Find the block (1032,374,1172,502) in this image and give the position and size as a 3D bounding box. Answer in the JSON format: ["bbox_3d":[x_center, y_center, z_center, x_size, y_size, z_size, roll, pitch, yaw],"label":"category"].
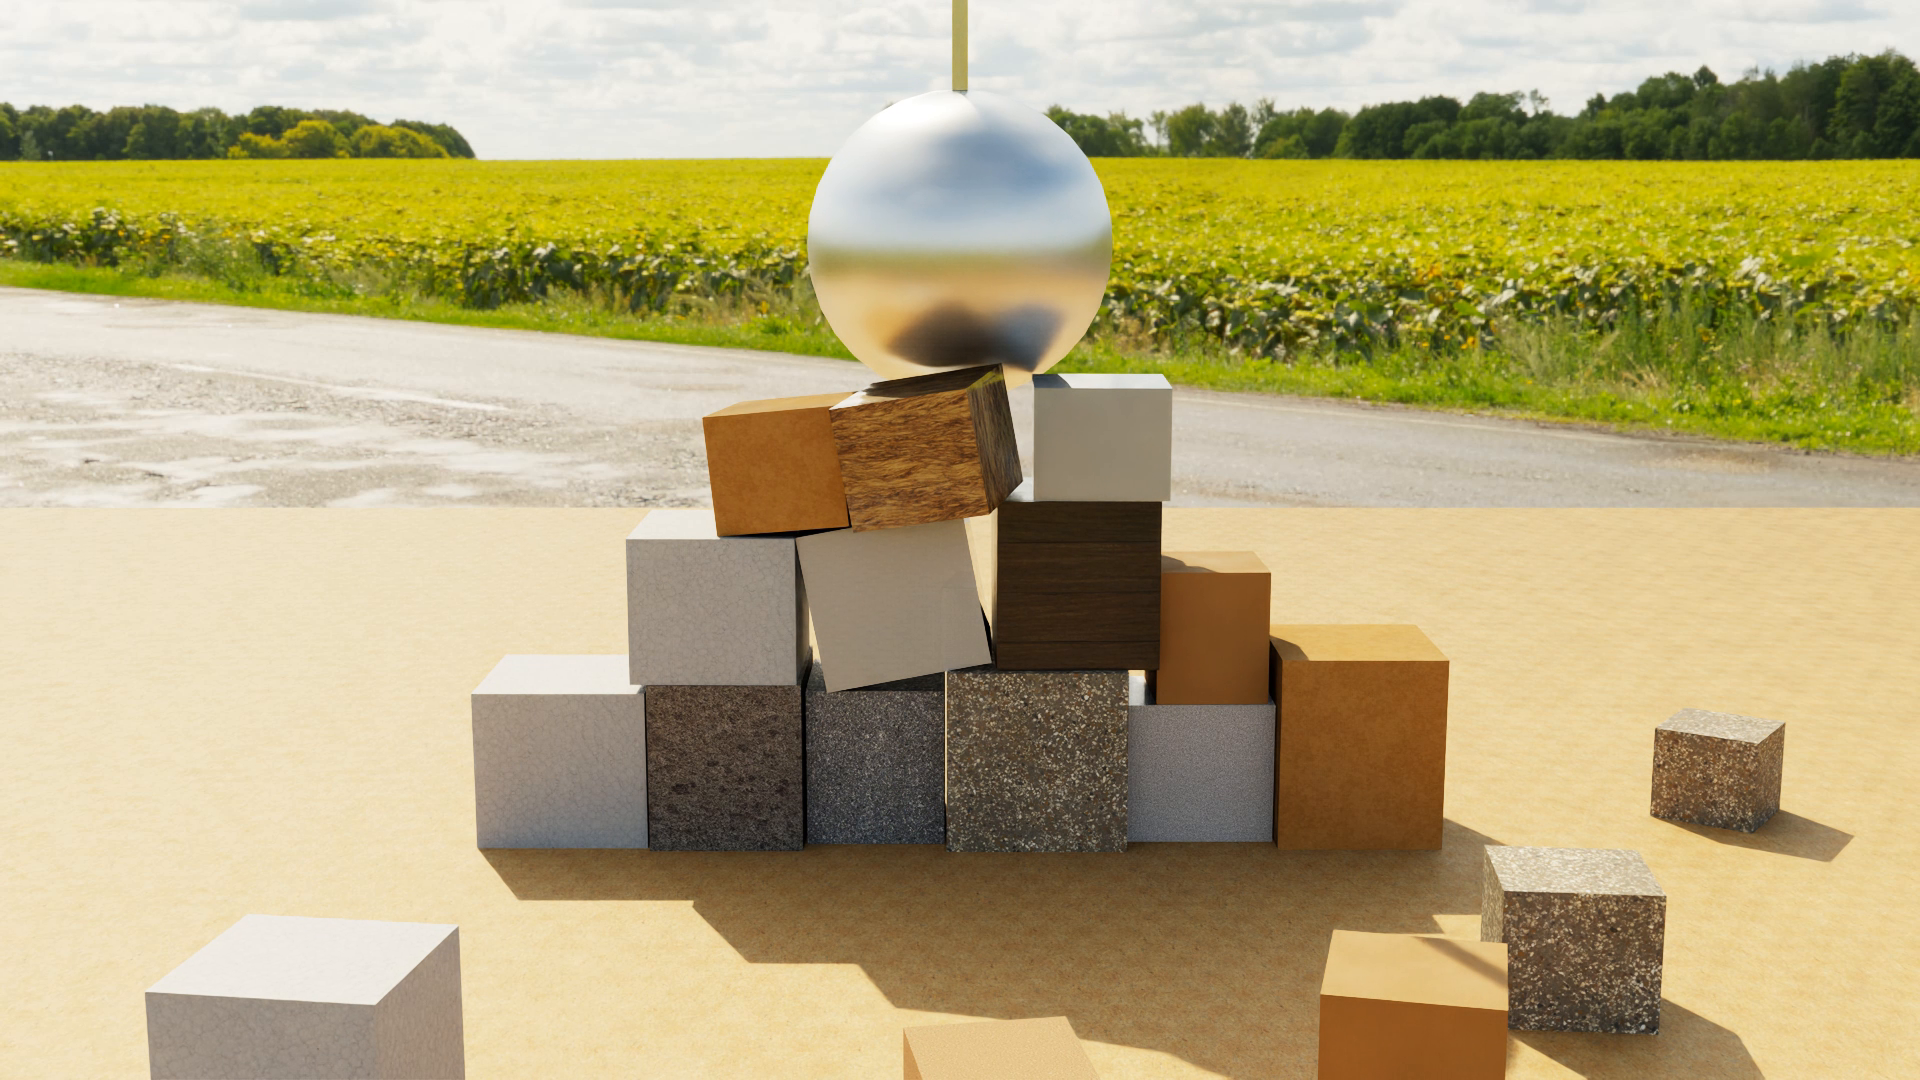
[{"bbox_3d":[0.699,-0.521,11.017,0.669,0.554,0.666,0,10,1],"label":"block"}]

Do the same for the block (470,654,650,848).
[{"bbox_3d":[-1.995,1.081,11.391,0.860,0.798,0.843,0,10,0],"label":"block"}]

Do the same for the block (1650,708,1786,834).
[{"bbox_3d":[3.996,1.206,11.595,0.529,0.478,0.520,7,12,34],"label":"block"}]

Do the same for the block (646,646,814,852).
[{"bbox_3d":[-1.167,1.059,11.361,0.765,0.852,0.884,0,10,0],"label":"block"}]

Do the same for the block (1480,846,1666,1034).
[{"bbox_3d":[2.493,1.627,9.001,0.628,0.579,0.573,1,10,6],"label":"block"}]

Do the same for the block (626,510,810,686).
[{"bbox_3d":[-1.216,0.279,11.218,0.825,0.734,0.866,0,10,1],"label":"block"}]

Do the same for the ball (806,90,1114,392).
[{"bbox_3d":[0.000,-1.539,11.486,1.600,1.600,1.600,0,10,0],"label":"ball"}]

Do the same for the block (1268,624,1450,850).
[{"bbox_3d":[2.004,1.000,11.342,0.823,0.974,0.822,0,10,0],"label":"block"}]

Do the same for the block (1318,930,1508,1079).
[{"bbox_3d":[1.623,1.819,7.869,0.629,0.605,0.647,2,11,13],"label":"block"}]

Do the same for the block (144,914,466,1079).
[{"bbox_3d":[-2.292,1.798,7.790,0.817,0.676,0.763,1,10,8],"label":"block"}]

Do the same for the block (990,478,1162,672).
[{"bbox_3d":[0.576,0.159,11.194,0.806,0.849,0.787,0,10,-1],"label":"block"}]

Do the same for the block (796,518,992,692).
[{"bbox_3d":[-0.322,0.227,11.207,0.829,0.794,0.798,-11,10,2],"label":"block"}]

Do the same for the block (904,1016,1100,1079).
[{"bbox_3d":[0.129,1.954,7.175,0.553,0.588,0.537,-2,10,-10],"label":"block"}]

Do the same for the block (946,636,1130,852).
[{"bbox_3d":[0.384,1.024,11.368,0.900,0.917,0.944,0,10,0],"label":"block"}]

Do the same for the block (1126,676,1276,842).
[{"bbox_3d":[1.213,1.124,11.392,0.741,0.712,0.615,0,10,0],"label":"block"}]

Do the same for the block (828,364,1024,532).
[{"bbox_3d":[-0.153,-0.459,10.786,0.685,0.610,0.749,-8,12,16],"label":"block"}]

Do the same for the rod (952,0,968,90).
[{"bbox_3d":[0.000,-4.810,10.559,0.080,5.200,0.080,0,16,0],"label":"rod"}]

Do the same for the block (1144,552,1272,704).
[{"bbox_3d":[1.260,0.442,11.271,0.562,0.674,0.579,0,10,-1],"label":"block"}]

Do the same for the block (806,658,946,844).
[{"bbox_3d":[-0.425,1.083,11.389,0.693,0.794,0.700,0,10,0],"label":"block"}]

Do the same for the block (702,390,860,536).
[{"bbox_3d":[-0.835,-0.390,11.003,0.669,0.590,0.671,-4,9,11],"label":"block"}]
